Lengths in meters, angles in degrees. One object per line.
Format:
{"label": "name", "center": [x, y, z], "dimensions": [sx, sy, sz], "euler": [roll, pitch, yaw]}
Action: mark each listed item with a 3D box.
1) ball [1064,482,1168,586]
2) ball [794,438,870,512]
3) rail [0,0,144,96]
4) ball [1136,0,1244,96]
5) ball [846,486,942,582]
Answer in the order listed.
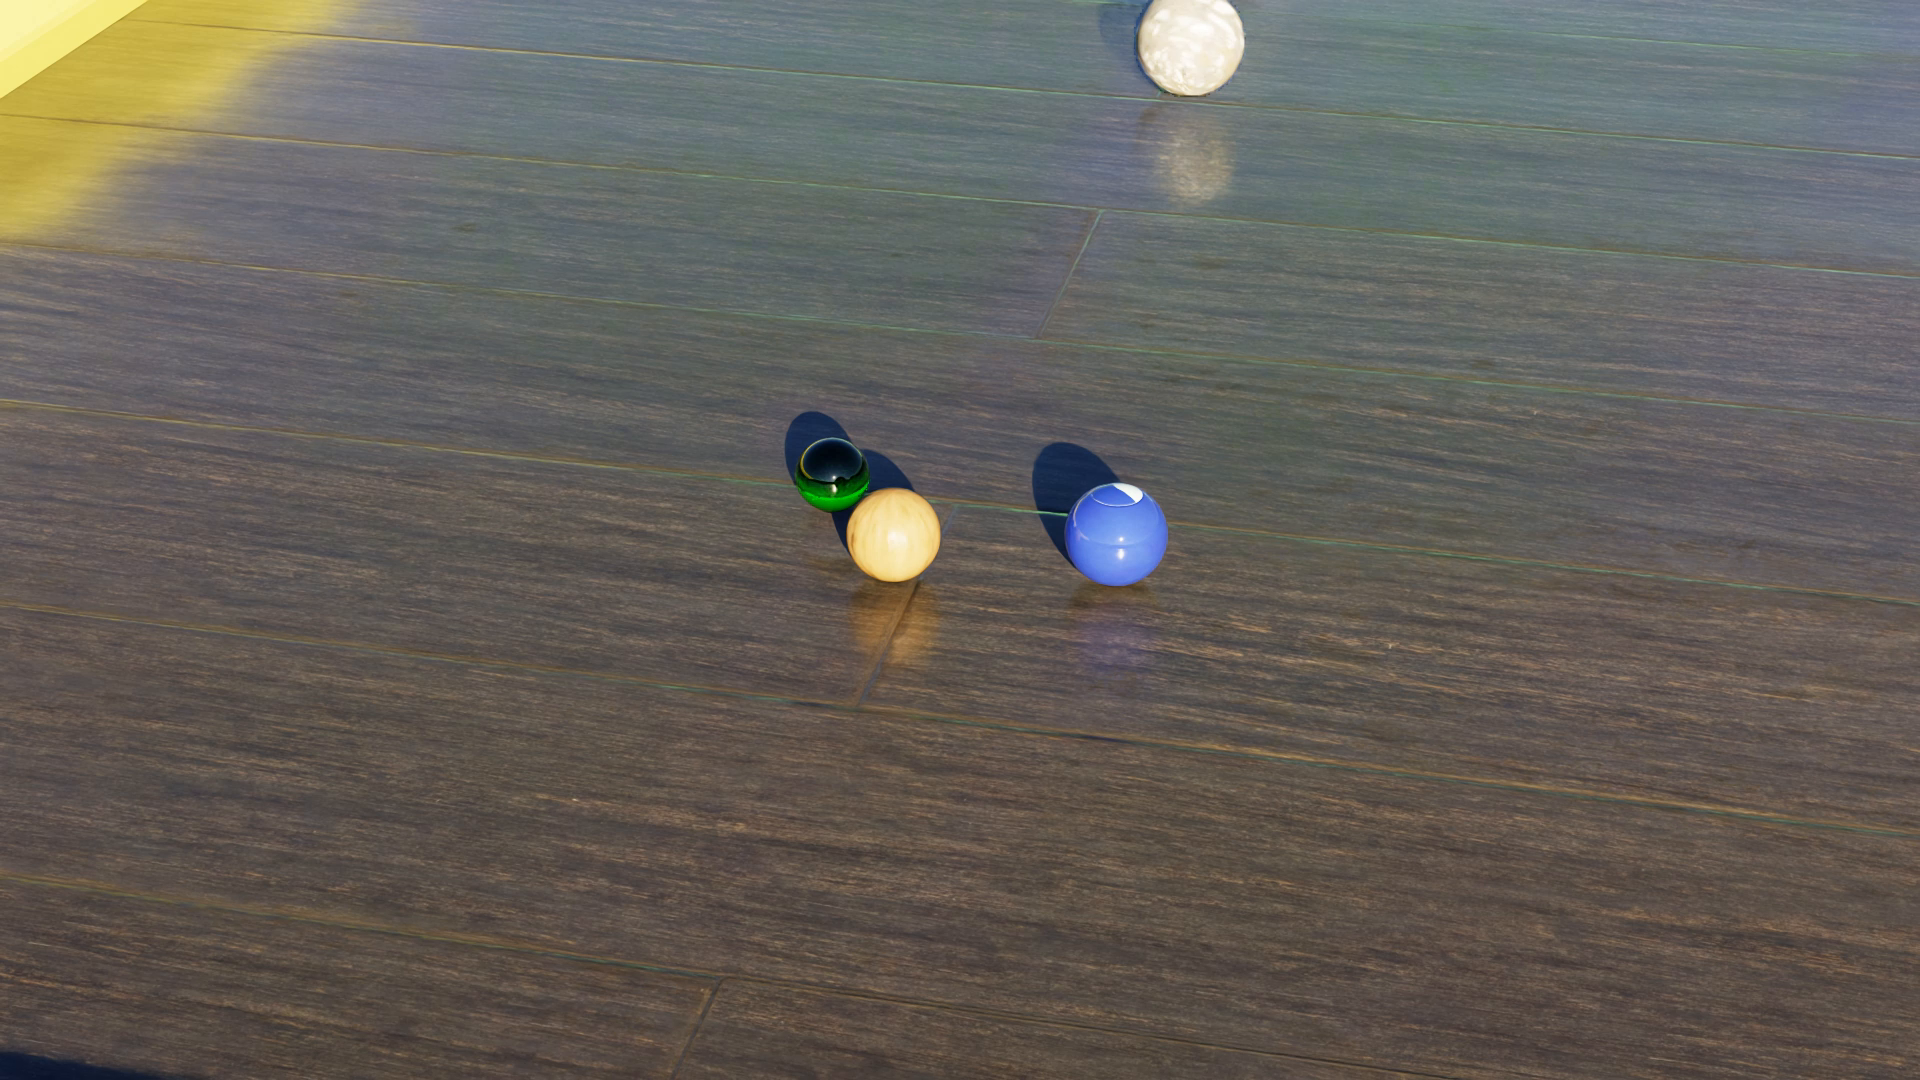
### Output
{"label": "ball", "center": [0.092, -0.003, 1.728], "dimensions": [0.061, 0.061, 0.061], "euler": [0, 28, 0]}
{"label": "ball", "center": [-0.079, -0.040, 1.813], "dimensions": [0.046, 0.046, 0.046], "euler": [0, 28, 0]}
{"label": "rail", "center": [-0.737, -0.529, 2.642], "dimensions": [0.045, 0.118, 3.463], "euler": [6, 29, 11]}
{"label": "ball", "center": [0.193, -0.418, 2.467], "dimensions": [0.091, 0.091, 0.091], "euler": [0, 28, 0]}
{"label": "ball", "center": [-0.039, -0.003, 1.733], "dimensions": [0.056, 0.056, 0.056], "euler": [0, 28, 0]}
